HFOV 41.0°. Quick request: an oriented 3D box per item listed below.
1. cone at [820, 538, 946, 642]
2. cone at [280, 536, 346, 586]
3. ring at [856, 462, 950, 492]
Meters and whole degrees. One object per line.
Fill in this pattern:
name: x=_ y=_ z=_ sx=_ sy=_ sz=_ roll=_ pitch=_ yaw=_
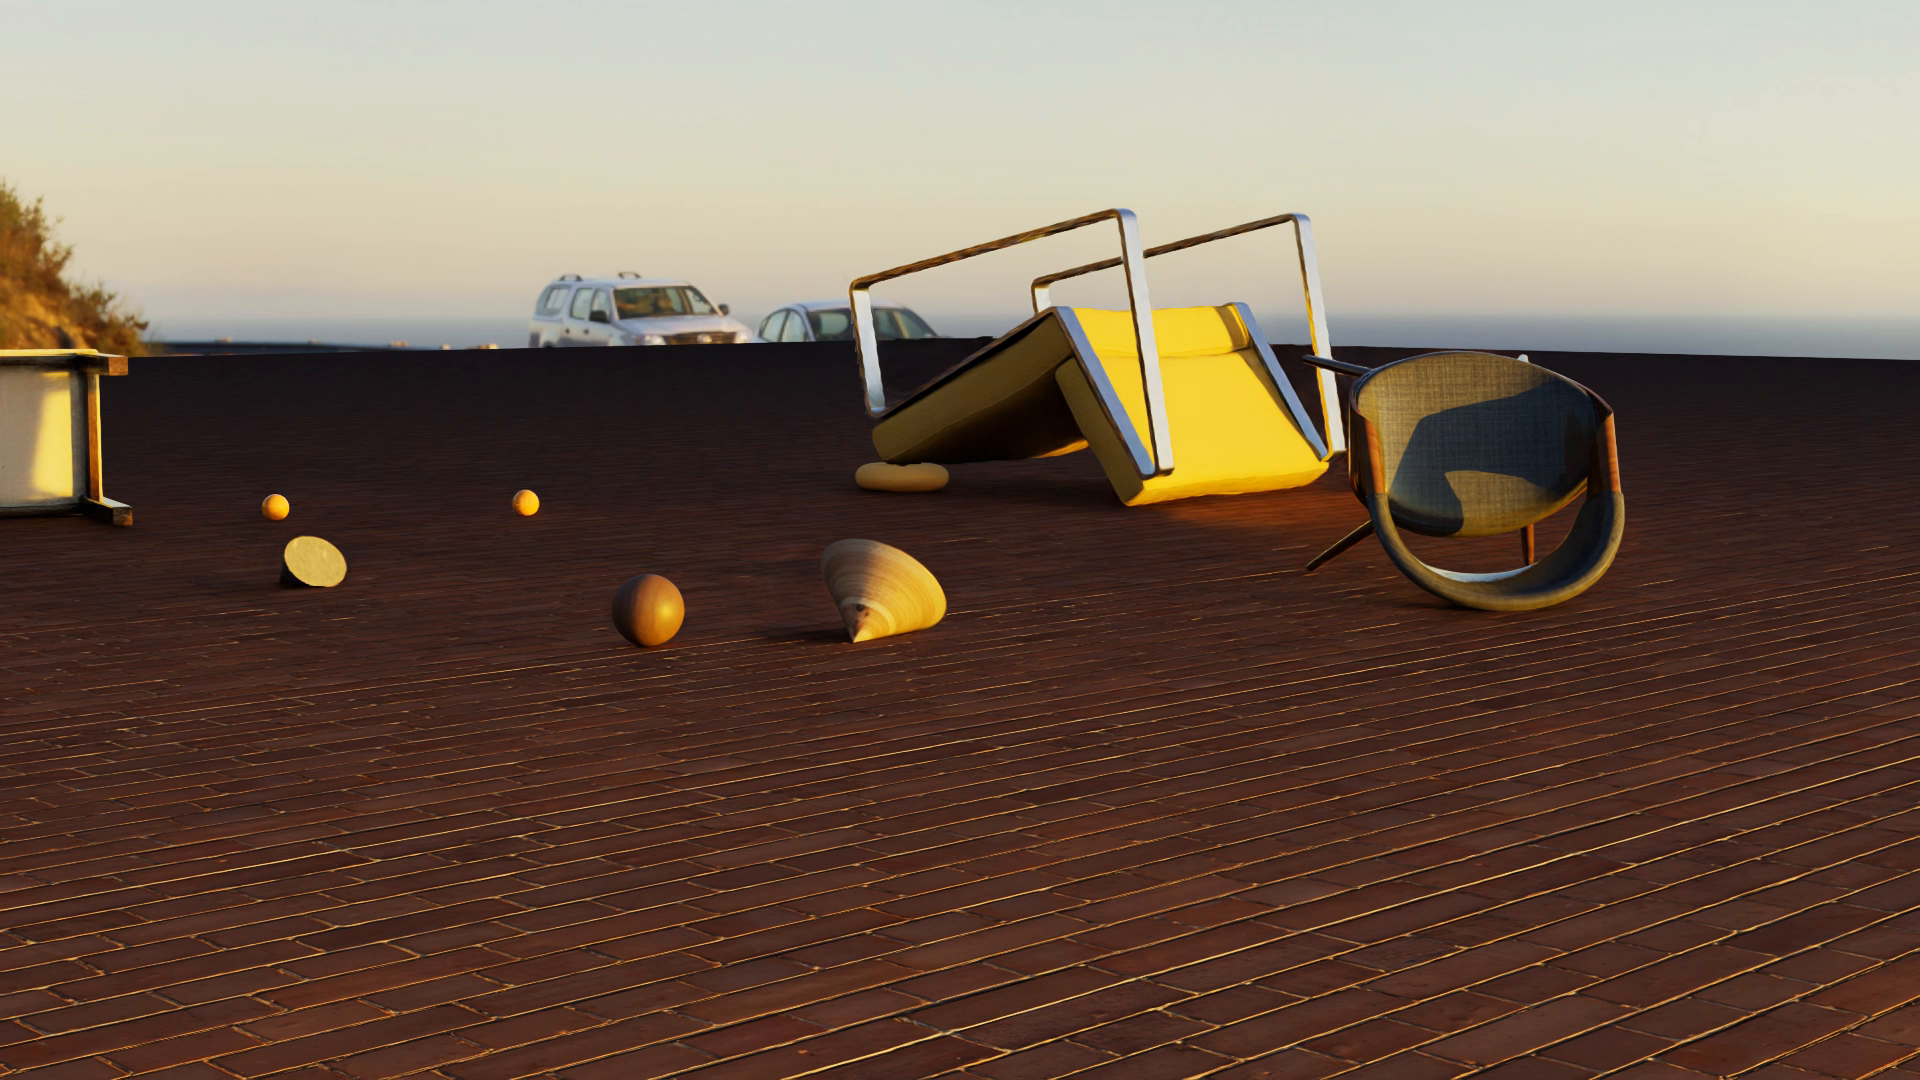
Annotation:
cone: x=-0.167 y=0.134 z=4.657 sx=0.250 sy=0.144 sz=0.236 roll=33 pitch=-38 yaw=-10
cone: x=-1.420 y=0.067 z=5.497 sx=0.146 sy=0.110 sz=0.156 roll=20 pitch=-29 yaw=-39
ring: x=-0.179 y=-0.195 z=7.923 sx=0.289 sy=0.080 sz=0.313 roll=-1 pitch=5 yaw=-16
